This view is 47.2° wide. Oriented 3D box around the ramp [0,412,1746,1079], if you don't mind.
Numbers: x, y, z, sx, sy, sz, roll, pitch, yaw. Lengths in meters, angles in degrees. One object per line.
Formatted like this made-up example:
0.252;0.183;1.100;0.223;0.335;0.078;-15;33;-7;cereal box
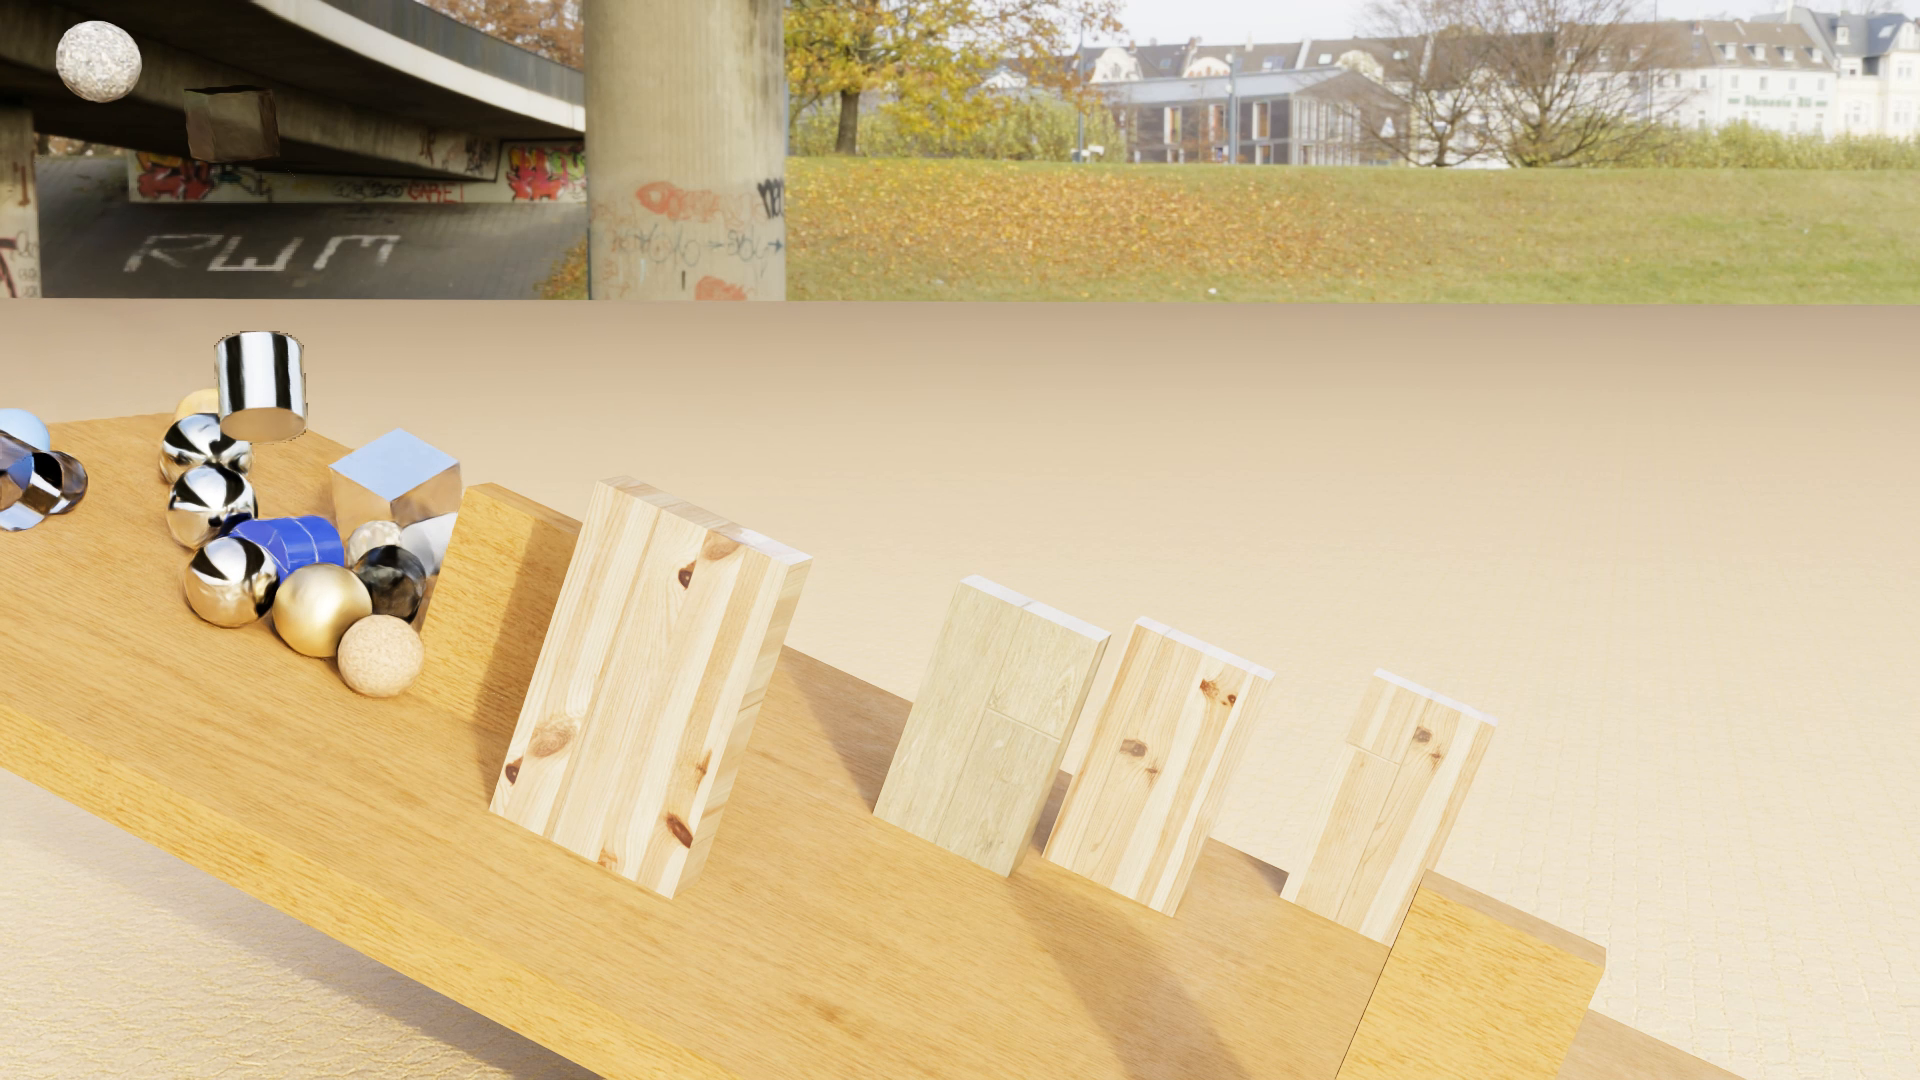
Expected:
-0.323;0.584;4.205;4.000;0.100;2.000;23;13;13;ramp

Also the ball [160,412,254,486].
-1.622;-0.179;4.735;0.191;0.191;0.191;0;7;0;ball

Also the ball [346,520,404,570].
-1.220;0.026;4.623;0.136;0.136;0.136;0;7;0;ball

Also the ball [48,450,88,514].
-1.790;-0.114;4.346;0.125;0.125;0.125;0;7;0;ball

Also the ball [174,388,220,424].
-1.730;-0.275;5.065;0.151;0.151;0.151;0;7;0;ball

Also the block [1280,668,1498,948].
0.919;0.577;4.720;0.274;0.534;0.090;23;13;13;block

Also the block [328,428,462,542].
-1.225;-0.088;4.800;0.194;0.194;0.194;27;43;27;block

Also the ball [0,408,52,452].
-1.894;-0.193;4.396;0.143;0.143;0.143;0;7;0;ball

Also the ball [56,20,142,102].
-1.711;-0.950;4.369;0.160;0.160;0.160;0;7;0;ball

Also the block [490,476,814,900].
-0.522;0.244;3.690;0.361;0.609;0.110;23;13;13;block

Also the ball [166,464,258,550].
-1.484;-0.061;4.363;0.176;0.176;0.176;0;7;0;ball

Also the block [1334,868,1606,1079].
0.665;0.809;3.125;0.267;0.621;0.098;23;13;13;block

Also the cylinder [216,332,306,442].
-1.417;-0.308;4.457;0.167;0.167;0.167;-9;-21;-3;cylinder

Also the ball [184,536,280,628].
-1.358;0.078;4.104;0.169;0.169;0.169;0;7;0;ball

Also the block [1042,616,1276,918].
0.399;0.456;4.434;0.292;0.527;0.093;23;13;13;block

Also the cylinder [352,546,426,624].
-1.148;0.101;4.390;0.147;0.147;0.147;-1;16;-7;cylinder

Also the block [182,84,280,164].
-1.549;-0.885;4.676;0.143;0.143;0.143;-14;22;-37;block

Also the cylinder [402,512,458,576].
-1.071;0.009;4.527;0.111;0.111;0.111;6;18;41;cylinder

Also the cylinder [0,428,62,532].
-1.843;-0.123;4.208;0.165;0.165;0.165;25;15;19;cylinder

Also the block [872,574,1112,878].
0.061;0.364;4.331;0.299;0.510;0.107;23;13;13;block

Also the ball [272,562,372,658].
-1.193;0.131;4.116;0.179;0.179;0.179;0;7;0;ball

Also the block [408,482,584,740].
-0.836;0.140;4.098;0.283;0.412;0.095;23;13;13;block

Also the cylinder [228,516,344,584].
-1.331;0.037;4.331;0.163;0.163;0.163;3;5;24;cylinder

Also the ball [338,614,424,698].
-1.061;0.214;4.031;0.154;0.154;0.154;0;7;0;ball
